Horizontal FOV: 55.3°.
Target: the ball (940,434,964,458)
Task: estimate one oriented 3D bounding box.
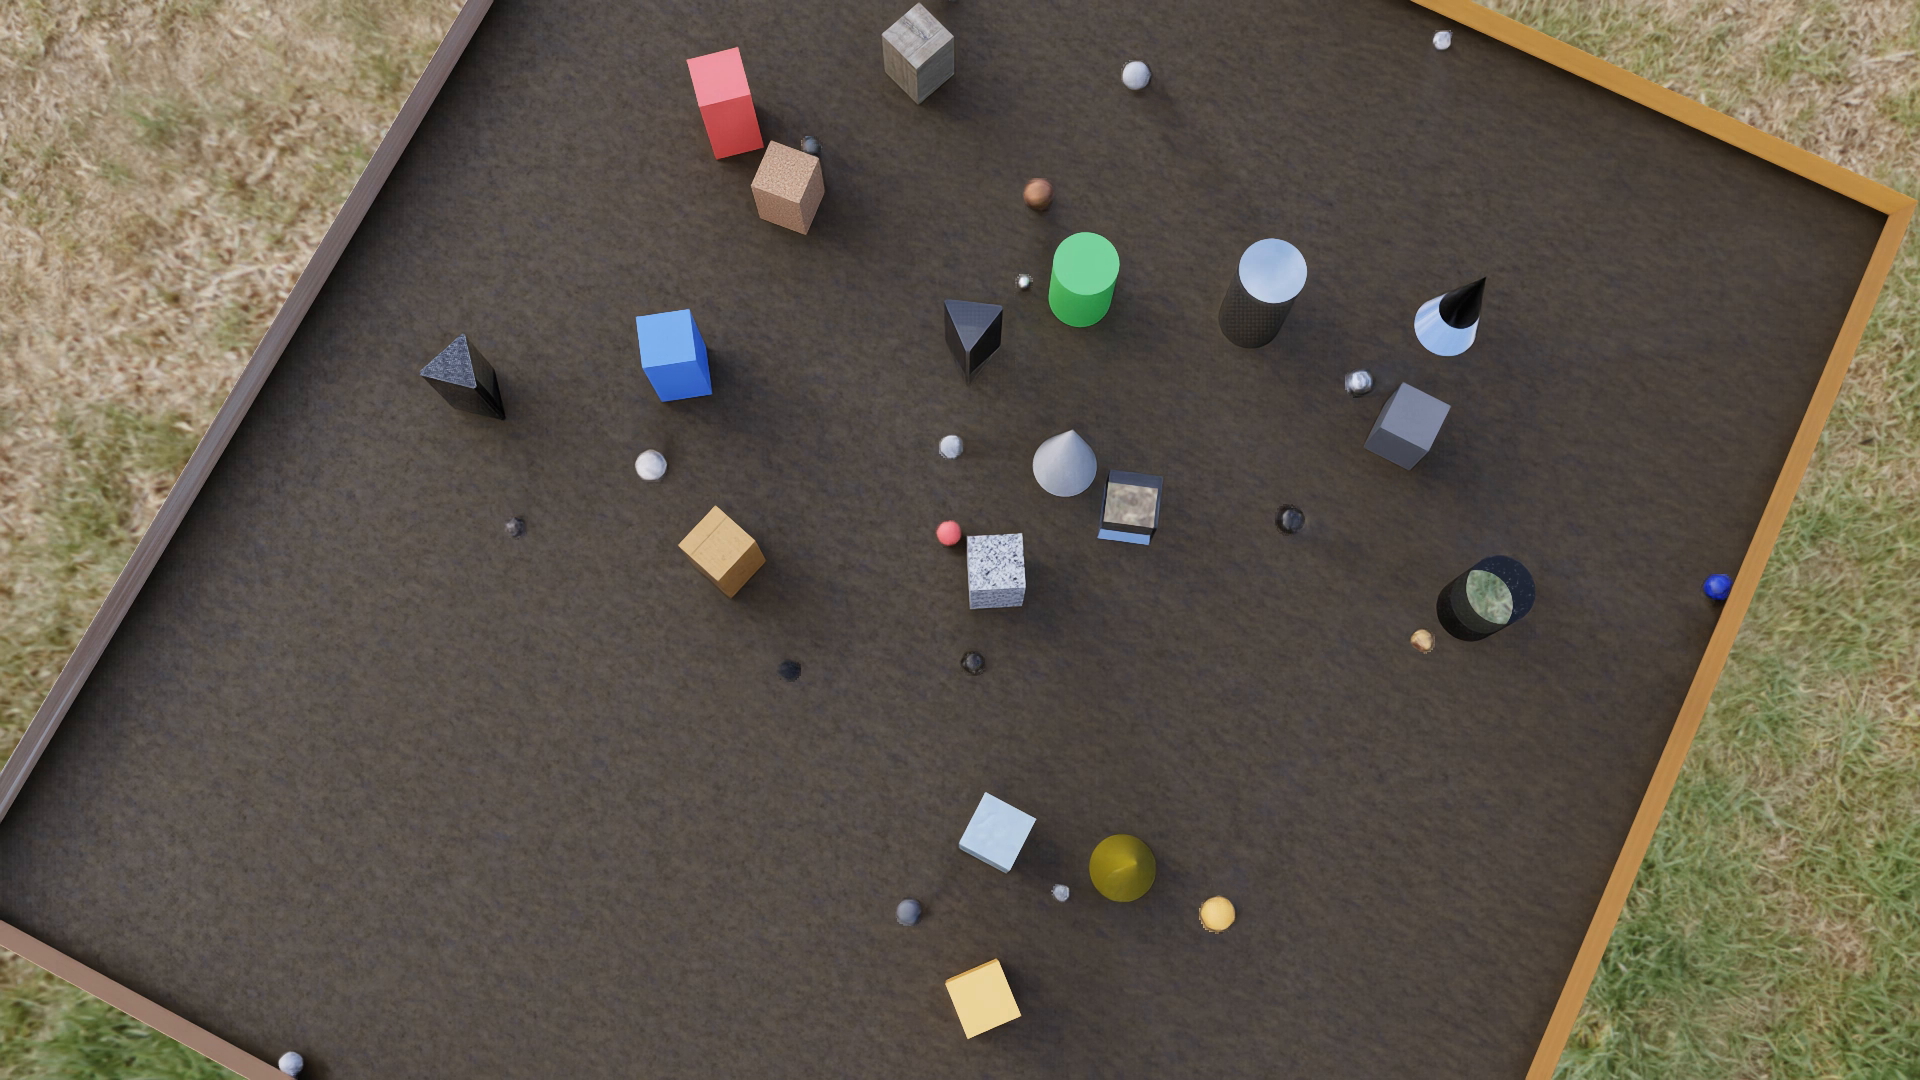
[{"bbox_3d":[-0.024,-0.288,5.640,0.071,0.071,0.071,0,78,0],"label":"ball"}]

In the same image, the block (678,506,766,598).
[{"bbox_3d":[-0.704,0.040,5.454,0.159,0.302,0.159,41,81,8],"label":"block"}]

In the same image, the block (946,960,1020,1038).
[{"bbox_3d":[0.064,1.293,5.182,0.159,0.326,0.159,-22,79,-4],"label":"block"}]

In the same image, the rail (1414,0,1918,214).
[{"bbox_3d":[1.015,-1.981,5.960,4.380,0.129,0.045,26,80,5],"label":"rail"}]

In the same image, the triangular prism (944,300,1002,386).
[{"bbox_3d":[0.015,-0.625,5.560,0.149,0.364,0.172,36,81,7],"label":"triangular prism"}]

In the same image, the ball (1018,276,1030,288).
[{"bbox_3d":[0.200,-0.810,5.763,0.042,0.042,0.042,0,78,0],"label":"ball"}]

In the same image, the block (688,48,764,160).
[{"bbox_3d":[-0.726,-1.353,5.699,0.159,0.387,0.159,-15,79,-3],"label":"block"}]

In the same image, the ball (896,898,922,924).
[{"bbox_3d":[-0.149,1.084,5.355,0.072,0.072,0.072,0,78,0],"label":"ball"}]

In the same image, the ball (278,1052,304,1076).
[{"bbox_3d":[-1.924,1.507,5.270,0.068,0.068,0.068,0,78,0],"label":"ball"}]

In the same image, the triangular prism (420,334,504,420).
[{"bbox_3d":[-1.478,-0.501,5.542,0.172,0.350,0.149,15,79,3],"label":"triangular prism"}]

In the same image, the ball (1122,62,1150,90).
[{"bbox_3d":[0.565,-1.490,5.879,0.090,0.090,0.090,0,78,0],"label":"ball"}]

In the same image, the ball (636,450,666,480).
[{"bbox_3d":[-0.948,-0.230,5.616,0.094,0.094,0.094,0,78,0],"label":"ball"}]

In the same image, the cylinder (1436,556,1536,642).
[{"bbox_3d":[1.548,0.176,5.408,0.198,0.336,0.198,0,78,0],"label":"cylinder"}]

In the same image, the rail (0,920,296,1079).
[{"bbox_3d":[-1.015,1.995,5.137,4.380,0.129,0.045,26,80,5],"label":"rail"}]

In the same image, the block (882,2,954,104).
[{"bbox_3d":[-0.131,-1.538,5.804,0.159,0.256,0.159,-43,81,-8],"label":"block"}]

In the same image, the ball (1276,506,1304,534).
[{"bbox_3d":[1.007,-0.062,5.585,0.087,0.087,0.087,0,78,0],"label":"ball"}]

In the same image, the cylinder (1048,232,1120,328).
[{"bbox_3d":[0.378,-0.796,5.627,0.198,0.302,0.198,0,78,0],"label":"cylinder"}]

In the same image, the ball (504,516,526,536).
[{"bbox_3d":[-1.358,-0.040,5.594,0.061,0.061,0.061,0,78,0],"label":"ball"}]

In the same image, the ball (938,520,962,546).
[{"bbox_3d":[-0.032,-0.021,5.583,0.075,0.075,0.075,0,78,0],"label":"ball"}]

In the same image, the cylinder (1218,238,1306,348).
[{"bbox_3d":[0.912,-0.741,5.549,0.198,0.432,0.198,0,78,0],"label":"cylinder"}]

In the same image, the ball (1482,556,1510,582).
[{"bbox_3d":[1.624,0.086,5.559,0.079,0.079,0.079,0,78,0],"label":"ball"}]

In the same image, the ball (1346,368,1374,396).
[{"bbox_3d":[1.240,-0.490,5.674,0.086,0.086,0.086,0,78,0],"label":"ball"}]

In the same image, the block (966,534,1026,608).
[{"bbox_3d":[0.105,0.095,5.433,0.159,0.320,0.159,-3,78,-1],"label":"block"}]

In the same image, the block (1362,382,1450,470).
[{"bbox_3d":[1.355,-0.343,5.566,0.159,0.238,0.159,28,80,5],"label":"block"}]

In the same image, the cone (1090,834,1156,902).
[{"bbox_3d":[0.481,0.923,5.194,0.198,0.453,0.198,0,78,0],"label":"cone"}]

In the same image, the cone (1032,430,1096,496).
[{"bbox_3d":[0.324,-0.274,5.456,0.198,0.426,0.198,0,78,0],"label":"cone"}]

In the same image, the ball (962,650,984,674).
[{"bbox_3d":[0.040,0.367,5.505,0.070,0.070,0.070,0,78,0],"label":"ball"}]

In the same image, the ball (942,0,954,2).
[{"bbox_3d":[-0.039,-1.792,5.939,0.095,0.095,0.095,0,78,0],"label":"ball"}]

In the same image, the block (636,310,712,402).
[{"bbox_3d":[-0.862,-0.555,5.549,0.159,0.357,0.159,-9,78,-2],"label":"block"}]

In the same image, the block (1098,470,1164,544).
[{"bbox_3d":[0.511,-0.097,5.513,0.159,0.243,0.159,8,78,2],"label":"block"}]

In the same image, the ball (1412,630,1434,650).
[{"bbox_3d":[1.392,0.302,5.521,0.065,0.065,0.065,0,78,0],"label":"ball"}]

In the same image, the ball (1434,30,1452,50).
[{"bbox_3d":[1.559,-1.615,5.921,0.058,0.058,0.058,0,78,0],"label":"ball"}]

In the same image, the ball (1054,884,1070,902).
[{"bbox_3d":[0.299,1.036,5.378,0.047,0.047,0.047,0,78,0],"label":"ball"}]

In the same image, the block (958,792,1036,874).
[{"bbox_3d":[0.104,0.843,5.250,0.159,0.377,0.159,27,80,5],"label":"block"}]

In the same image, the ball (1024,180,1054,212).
[{"bbox_3d":[0.249,-1.090,5.792,0.099,0.099,0.099,0,78,0],"label":"ball"}]

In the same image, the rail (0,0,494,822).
[{"bbox_3d":[-1.938,-0.942,5.745,0.045,0.129,4.587,26,80,5],"label":"rail"}]

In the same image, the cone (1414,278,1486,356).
[{"bbox_3d":[1.527,-0.718,5.535,0.198,0.452,0.198,0,78,0],"label":"cone"}]

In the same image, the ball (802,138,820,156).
[{"bbox_3d":[-0.474,-1.254,5.847,0.058,0.058,0.058,0,78,0],"label":"ball"}]

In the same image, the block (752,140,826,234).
[{"bbox_3d":[-0.533,-1.095,5.709,0.159,0.262,0.159,21,79,4],"label":"block"}]

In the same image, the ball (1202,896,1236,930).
[{"bbox_3d":[0.753,1.088,5.341,0.098,0.098,0.098,0,78,0],"label":"ball"}]

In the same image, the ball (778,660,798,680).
[{"bbox_3d":[-0.515,0.390,5.506,0.059,0.059,0.059,0,78,0],"label":"ball"}]

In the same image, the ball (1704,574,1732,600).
[{"bbox_3d":[2.293,0.144,5.547,0.078,0.078,0.078,0,78,0],"label":"ball"}]

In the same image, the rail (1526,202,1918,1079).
[{"bbox_3d":[1.938,0.956,5.352,0.045,0.129,4.587,26,80,5],"label":"rail"}]
